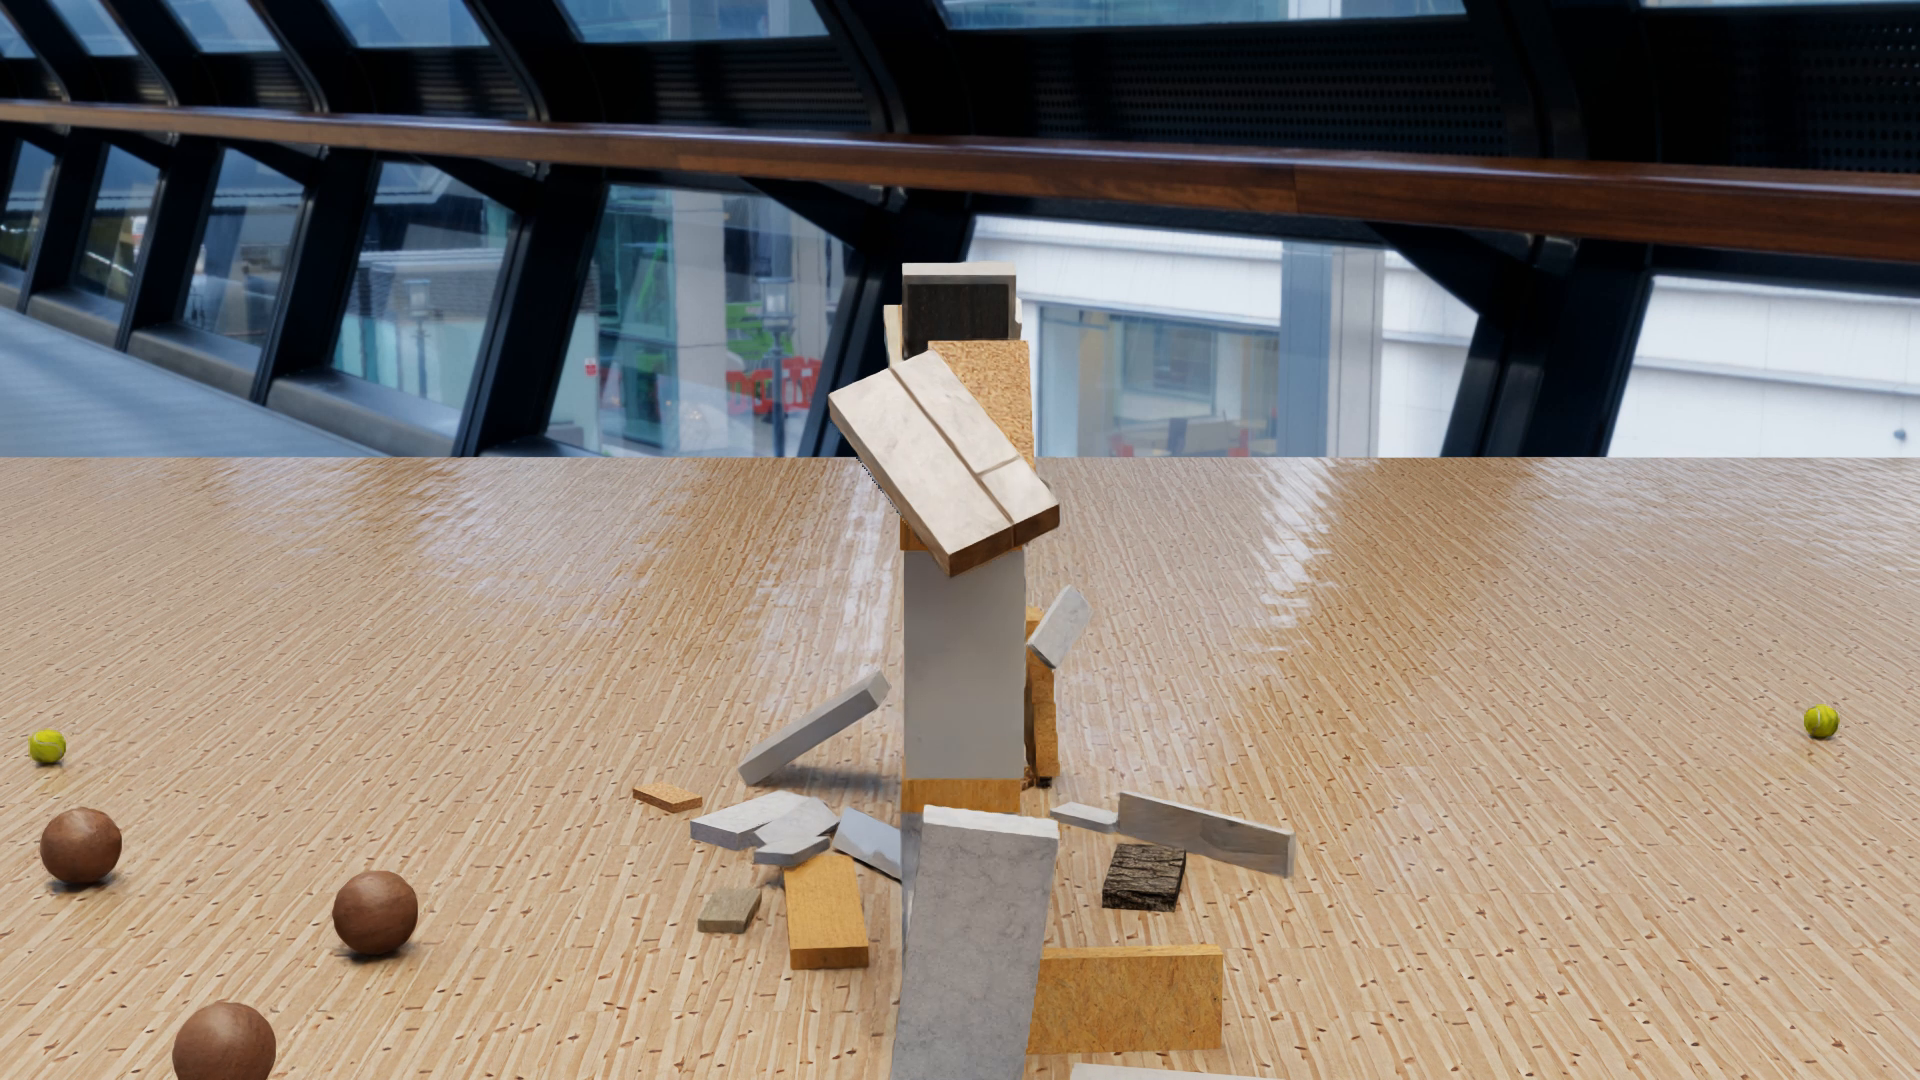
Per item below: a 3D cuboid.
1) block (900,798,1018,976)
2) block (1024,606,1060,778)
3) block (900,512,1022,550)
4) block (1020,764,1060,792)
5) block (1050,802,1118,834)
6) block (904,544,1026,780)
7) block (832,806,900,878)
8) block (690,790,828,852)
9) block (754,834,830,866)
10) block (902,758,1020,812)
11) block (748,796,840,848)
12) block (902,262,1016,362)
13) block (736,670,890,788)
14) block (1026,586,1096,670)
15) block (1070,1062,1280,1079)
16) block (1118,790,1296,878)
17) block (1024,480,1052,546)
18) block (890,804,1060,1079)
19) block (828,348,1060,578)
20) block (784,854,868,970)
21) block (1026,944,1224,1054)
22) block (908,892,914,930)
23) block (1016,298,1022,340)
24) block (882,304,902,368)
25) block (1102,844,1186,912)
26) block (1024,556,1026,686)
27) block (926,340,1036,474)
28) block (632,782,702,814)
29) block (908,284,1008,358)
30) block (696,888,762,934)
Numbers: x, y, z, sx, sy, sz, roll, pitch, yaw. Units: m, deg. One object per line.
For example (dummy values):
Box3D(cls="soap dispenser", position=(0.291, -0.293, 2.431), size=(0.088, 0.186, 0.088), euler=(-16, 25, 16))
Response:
Box3D(cls="block", position=(-0.002, 0.526, 3.121), size=(0.163, 0.326, 0.046), euler=(0, 10, 0))
Box3D(cls="block", position=(0.151, 0.295, 4.303), size=(0.043, 0.307, 0.153), euler=(-5, 8, -6))
Box3D(cls="block", position=(0.001, -0.039, 3.097), size=(0.164, 0.046, 0.328), euler=(0, 11, 0))
Box3D(cls="block", position=(0.124, 0.467, 4.291), size=(0.053, 0.015, 0.201), euler=(6, 12, 31))
Box3D(cls="block", position=(0.238, 0.511, 4.043), size=(0.134, 0.019, 0.067), euler=(9, 14, 39))
Box3D(cls="block", position=(0.006, 0.165, 3.025), size=(0.164, 0.328, 0.046), euler=(0, 11, 0))
Box3D(cls="block", position=(-0.141, 0.526, 3.806), size=(0.021, 0.074, 0.230), euler=(23, -5, -36))
Box3D(cls="block", position=(-0.365, 0.510, 4.008), size=(0.118, 0.034, 0.237), euler=(8, 13, 37))
Box3D(cls="block", position=(-0.286, 0.530, 3.758), size=(0.074, 0.021, 0.148), euler=(1, 5, 21))
Box3D(cls="block", position=(0.000, 0.323, 3.194), size=(0.163, 0.046, 0.326), euler=(0, 11, 0))
Box3D(cls="block", position=(-0.292, 0.516, 3.918), size=(0.067, 0.019, 0.229), euler=(41, 23, 13))
Box3D(cls="block", position=(-0.003, -0.251, 3.264), size=(0.165, 0.330, 0.047), euler=(0, 31, -2))
Box3D(cls="block", position=(-0.285, 0.368, 4.306), size=(0.307, 0.043, 0.153), euler=(-32, 5, 11))
Box3D(cls="block", position=(0.186, 0.161, 4.052), size=(0.020, 0.072, 0.143), euler=(-12, 37, 57))
Box3D(cls="block", position=(0.275, 0.728, 2.820), size=(0.276, 0.039, 0.138), euler=(2, 11, 11))
Box3D(cls="block", position=(0.429, 0.514, 3.864), size=(0.366, 0.076, 0.022), euler=(9, 11, 41))
Box3D(cls="block", position=(0.049, 0.041, 4.796), size=(0.153, 0.509, 0.043), euler=(28, -36, -6))
Box3D(cls="block", position=(0.016, 0.523, 2.766), size=(0.167, 0.382, 0.047), euler=(7, 21, -1))
Box3D(cls="block", position=(-0.025, -0.107, 2.926), size=(0.165, 0.047, 0.330), euler=(-25, 54, -17))
Box3D(cls="block", position=(-0.220, 0.595, 3.548), size=(0.118, 0.034, 0.431), euler=(-1, 11, -6))
Box3D(cls="block", position=(0.223, 0.636, 3.045), size=(0.276, 0.138, 0.039), euler=(-1, 11, -4))
Box3D(cls="block", position=(-0.002, 0.607, 2.946), size=(0.138, 0.276, 0.039), euler=(0, -32, -1))
Box3D(cls="block", position=(0.005, -0.250, 3.404), size=(0.165, 0.047, 0.336), euler=(0, -32, -2))
Box3D(cls="block", position=(-0.038, -0.291, 3.779), size=(0.167, 0.047, 0.333), euler=(-1, 41, -6))
Box3D(cls="block", position=(0.312, 0.567, 3.701), size=(0.118, 0.034, 0.237), euler=(2, 11, 10))
Box3D(cls="block", position=(0.020, 0.069, 3.622), size=(0.171, 0.343, 0.049), euler=(0, -3, -2))
Box3D(cls="block", position=(0.027, -0.159, 3.028), size=(0.144, 0.041, 0.287), euler=(0, 50, -1))
Box3D(cls="block", position=(-0.555, 0.488, 4.168), size=(0.067, 0.019, 0.134), euler=(-9, 14, -41))
Box3D(cls="block", position=(-0.003, -0.222, 3.158), size=(0.144, 0.287, 0.041), euler=(0, 5, -2))
Box3D(cls="block", position=(-0.372, 0.599, 3.560), size=(0.076, 0.022, 0.152), euler=(1, 11, 5))
